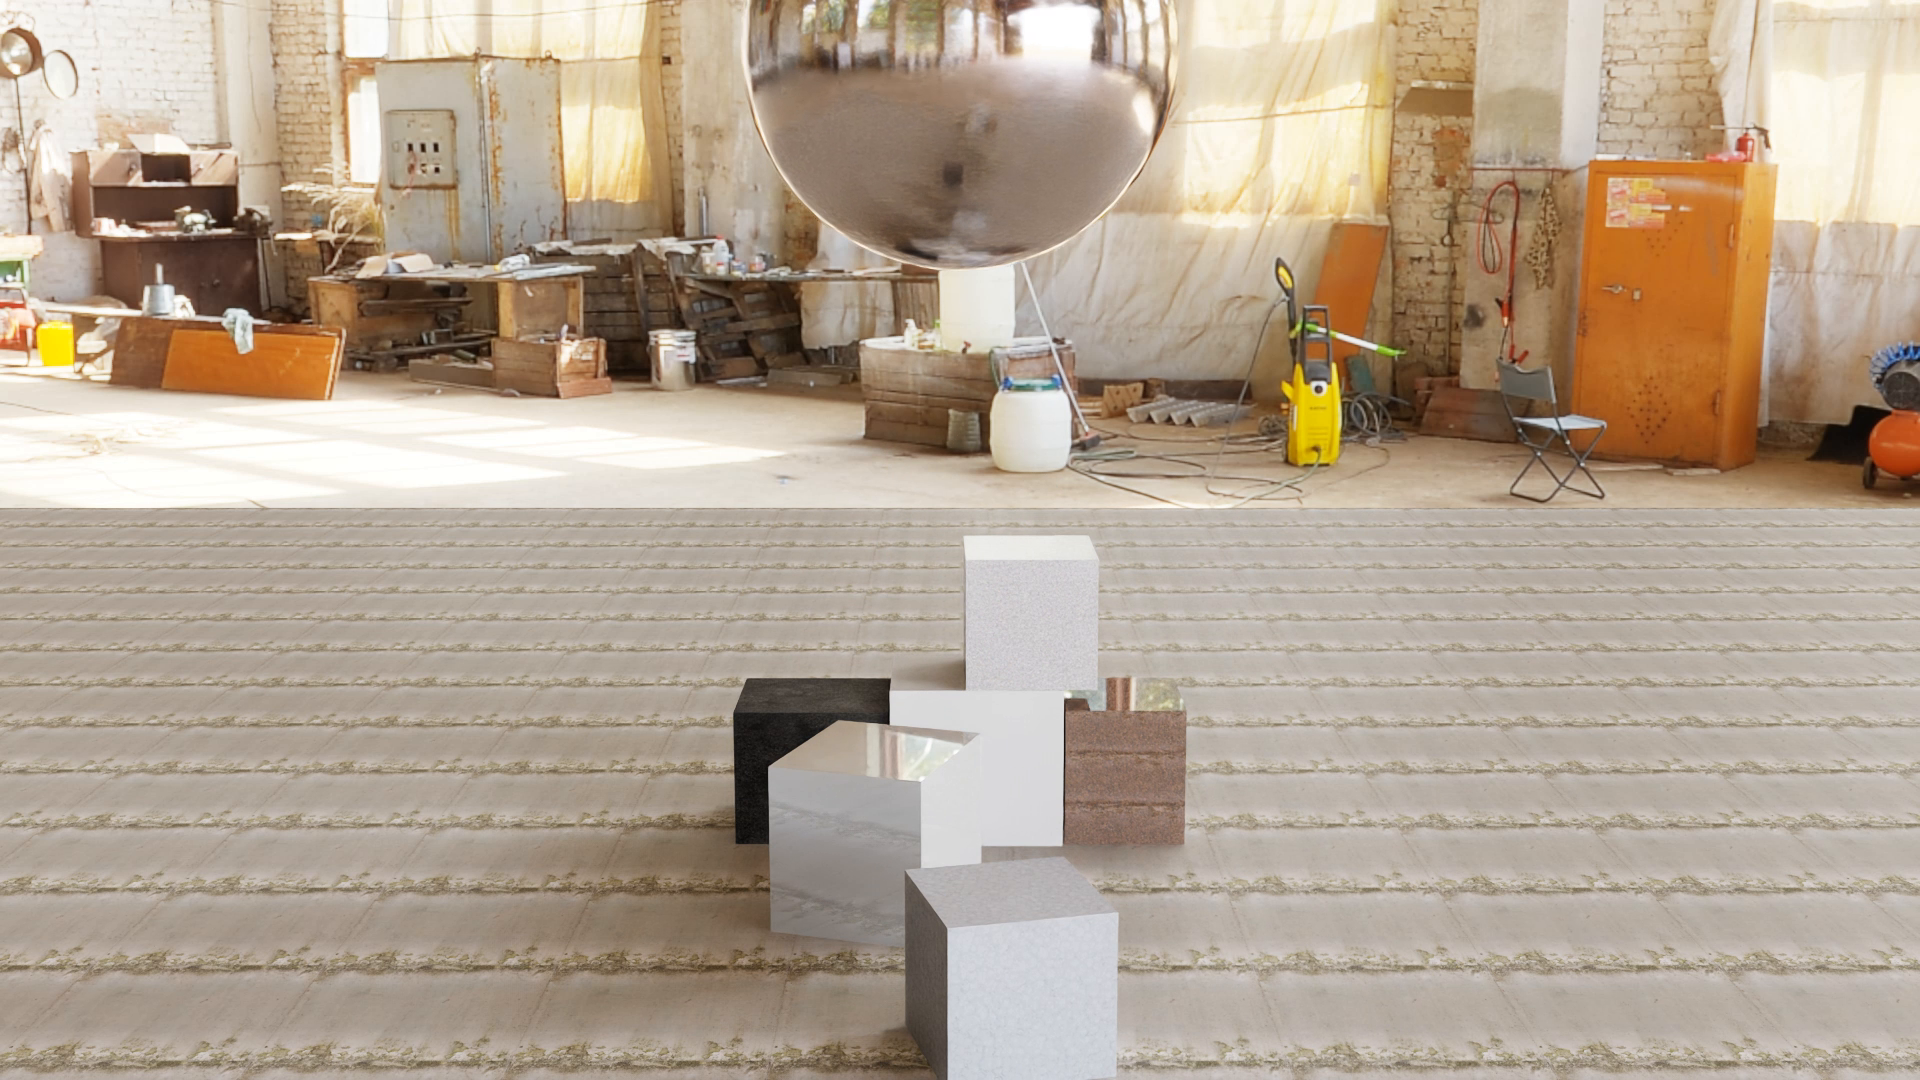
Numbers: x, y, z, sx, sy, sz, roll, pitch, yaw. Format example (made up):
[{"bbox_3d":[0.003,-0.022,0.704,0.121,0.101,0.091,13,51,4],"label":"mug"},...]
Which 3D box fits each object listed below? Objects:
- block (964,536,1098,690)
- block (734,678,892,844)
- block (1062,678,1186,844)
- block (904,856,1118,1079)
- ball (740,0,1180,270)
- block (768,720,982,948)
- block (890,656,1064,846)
[{"bbox_3d":[0.351,0.363,11.222,0.655,0.662,0.671,0,10,-1],"label":"block"},{"bbox_3d":[-0.746,1.136,11.405,0.774,0.685,0.721,0,10,0],"label":"block"},{"bbox_3d":[0.831,1.134,11.382,0.605,0.697,0.687,0,10,0],"label":"block"},{"bbox_3d":[0.187,1.673,8.539,0.660,0.653,0.682,-3,11,-15],"label":"block"},{"bbox_3d":[0.000,-1.788,8.023,1.600,1.600,1.600,0,10,0],"label":"ball"},{"bbox_3d":[-0.376,1.332,10.094,0.719,0.768,0.838,3,11,18],"label":"block"},{"bbox_3d":[0.082,1.078,11.388,0.867,0.804,0.759,0,10,0],"label":"block"}]
